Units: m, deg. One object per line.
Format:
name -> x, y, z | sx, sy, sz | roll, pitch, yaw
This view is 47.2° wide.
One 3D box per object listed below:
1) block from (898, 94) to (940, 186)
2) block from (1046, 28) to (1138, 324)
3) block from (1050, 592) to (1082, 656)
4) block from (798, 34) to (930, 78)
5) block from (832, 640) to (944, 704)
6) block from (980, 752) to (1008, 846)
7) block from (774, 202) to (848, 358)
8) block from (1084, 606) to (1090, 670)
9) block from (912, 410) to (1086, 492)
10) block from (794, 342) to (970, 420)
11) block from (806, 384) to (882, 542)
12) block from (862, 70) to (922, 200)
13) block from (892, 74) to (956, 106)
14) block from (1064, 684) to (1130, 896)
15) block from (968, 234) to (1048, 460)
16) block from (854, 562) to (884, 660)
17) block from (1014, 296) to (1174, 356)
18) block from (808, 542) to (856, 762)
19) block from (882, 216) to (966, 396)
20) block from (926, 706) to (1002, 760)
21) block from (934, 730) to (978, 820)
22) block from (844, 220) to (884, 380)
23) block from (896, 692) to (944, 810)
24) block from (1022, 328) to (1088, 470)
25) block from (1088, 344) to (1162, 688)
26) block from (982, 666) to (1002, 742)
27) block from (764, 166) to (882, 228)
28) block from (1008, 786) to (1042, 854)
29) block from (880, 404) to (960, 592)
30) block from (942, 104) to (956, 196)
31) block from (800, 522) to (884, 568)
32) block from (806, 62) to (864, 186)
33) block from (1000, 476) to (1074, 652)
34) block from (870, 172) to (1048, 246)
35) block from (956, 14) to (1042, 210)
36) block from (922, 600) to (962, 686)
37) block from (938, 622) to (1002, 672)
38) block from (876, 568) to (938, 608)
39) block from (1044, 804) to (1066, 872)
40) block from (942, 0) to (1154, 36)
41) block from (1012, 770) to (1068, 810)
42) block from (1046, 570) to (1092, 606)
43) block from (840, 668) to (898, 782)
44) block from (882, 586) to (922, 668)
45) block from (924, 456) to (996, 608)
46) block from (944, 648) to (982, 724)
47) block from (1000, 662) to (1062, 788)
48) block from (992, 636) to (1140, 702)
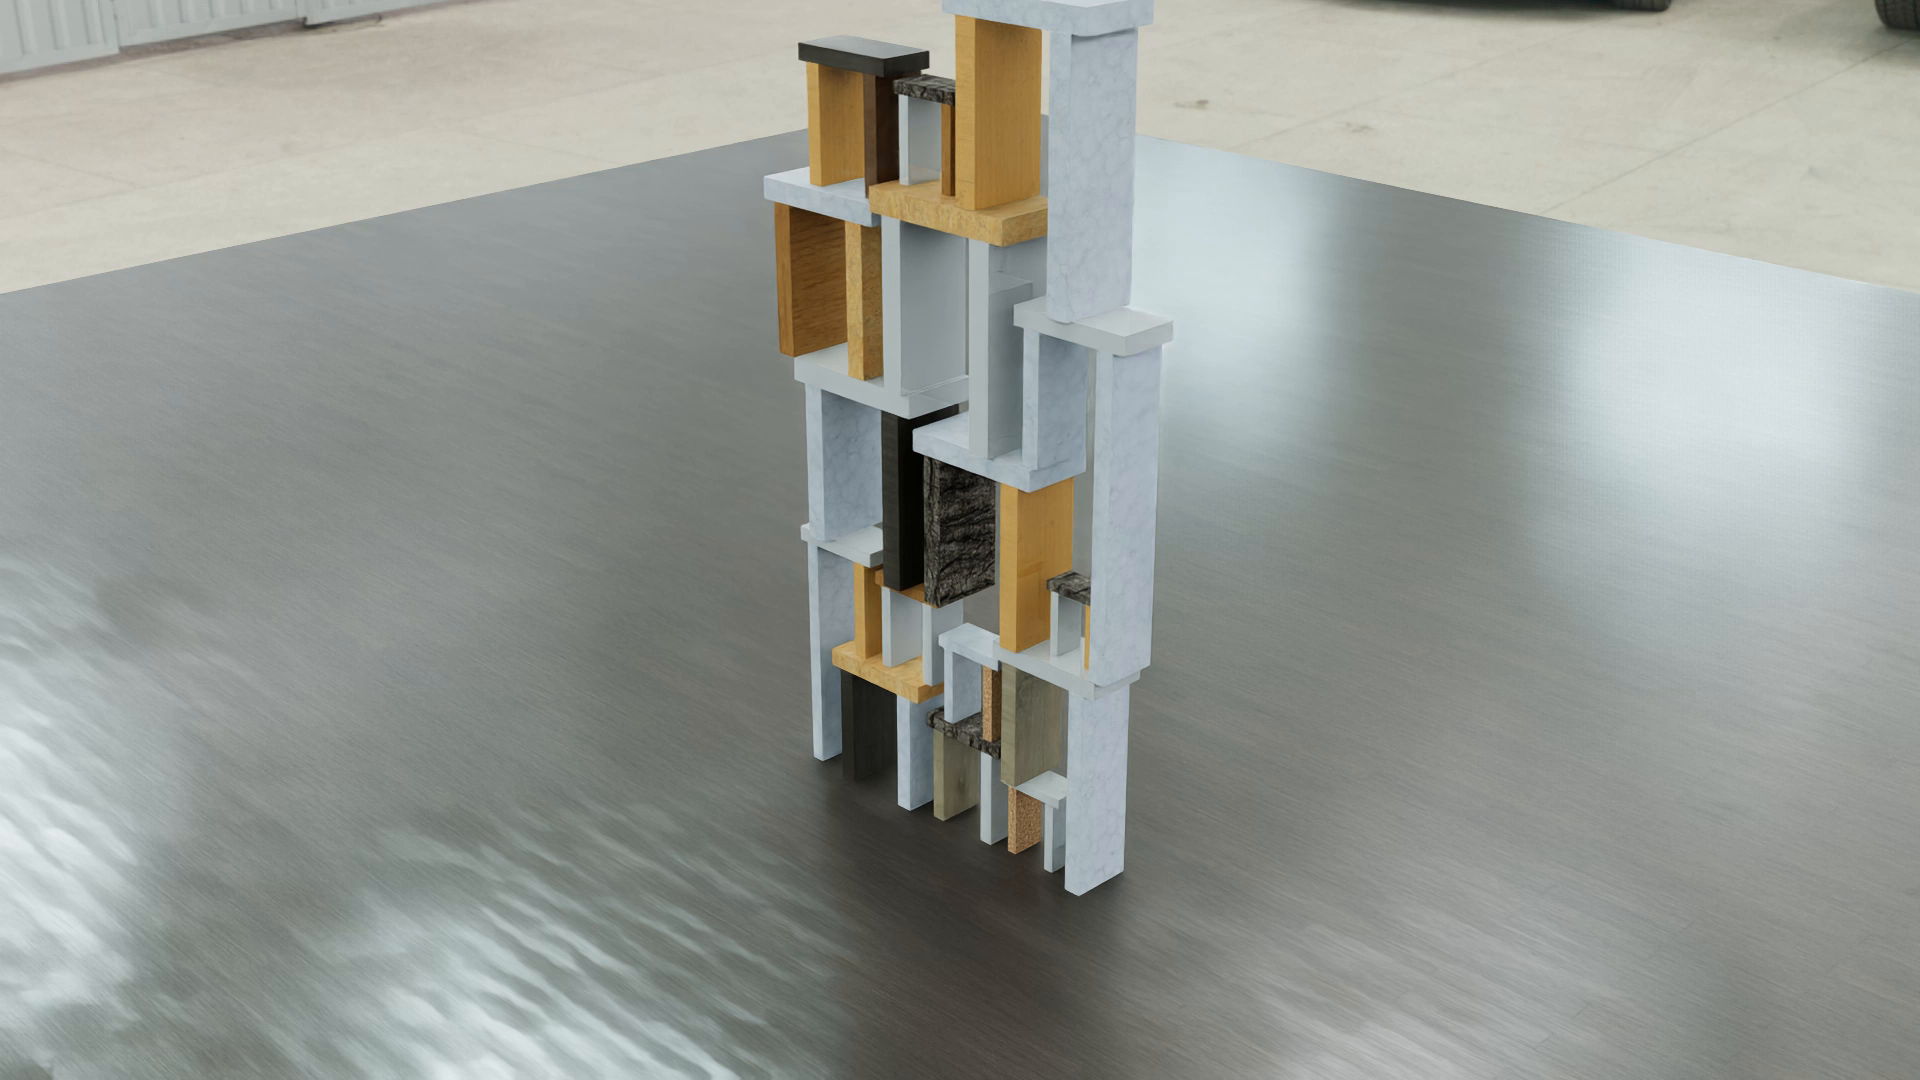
block -> -0.073, -0.732, 3.997 | 0.082, 0.164, 0.023 | -21, 31, -41
block -> 0.223, -0.623, 3.724 | 0.166, 0.488, 0.047 | -21, 31, -40
block -> 0.197, 0.146, 4.077 | 0.064, 0.128, 0.018 | -21, 31, -41
block -> -0.178, -0.891, 4.044 | 0.230, 0.033, 0.115 | 21, 31, 40
block -> -0.128, 0.256, 4.466 | 0.252, 0.036, 0.126 | 21, 31, 41
block -> 0.086, 0.493, 4.344 | 0.028, 0.199, 0.099 | 21, 31, 41
block -> -0.287, -0.525, 4.311 | 0.152, 0.304, 0.043 | -21, 31, -40
block -> 0.257, 0.170, 4.021 | 0.064, 0.128, 0.018 | -21, 31, -41
block -> 0.071, -0.166, 4.080 | 0.151, 0.043, 0.301 | -21, 31, -41
block -> -0.152, -0.314, 4.263 | 0.163, 0.046, 0.326 | -21, 31, -40
block -> -0.229, -0.173, 4.407 | 0.163, 0.326, 0.046 | -21, 31, -41
block -> -0.123, -0.749, 4.046 | 0.033, 0.230, 0.115 | 21, 31, 41
block -> -0.034, -0.803, 3.925 | 0.082, 0.023, 0.164 | -21, 31, -40
block -> 0.258, 0.458, 4.140 | 0.036, 0.423, 0.128 | 21, 31, 41
block -> 0.093, -0.360, 3.965 | 0.168, 0.402, 0.048 | -21, 31, -40
block -> -0.165, 0.128, 4.457 | 0.029, 0.208, 0.104 | 21, 31, 40
block -> 0.230, -0.377, 3.816 | 0.129, 0.036, 0.257 | -21, 31, -40
block -> -0.264, 0.222, 4.604 | 0.029, 0.496, 0.104 | 21, 31, 41
block -> -0.067, -0.451, 4.097 | 0.168, 0.337, 0.048 | -21, 31, -41
block -> 0.039, 0.370, 4.343 | 0.099, 0.028, 0.199 | -22, 32, -40
block -> -0.008, 0.457, 4.430 | 0.028, 0.199, 0.099 | 21, 31, 41
block -> -0.144, -0.468, 4.179 | 0.152, 0.304, 0.043 | -21, 31, -40
block -> -0.069, 0.412, 4.468 | 0.036, 0.252, 0.126 | 21, 31, 41
block -> 0.170, -0.266, 3.929 | 0.129, 0.257, 0.036 | -21, 31, -41
block -> 0.291, -0.047, 3.890 | 0.129, 0.629, 0.036 | -21, 31, -41
block -> 0.081, 0.305, 4.258 | 0.080, 0.159, 0.023 | -22, 32, -40
block -> -0.216, -0.657, 4.177 | 0.152, 0.043, 0.304 | -21, 31, -40
block -> 0.127, 0.536, 4.311 | 0.021, 0.146, 0.073 | 21, 31, 41
block -> -0.076, -0.095, 4.273 | 0.163, 0.364, 0.046 | -21, 31, -40
block -> 0.004, -0.702, 3.926 | 0.082, 0.164, 0.023 | -21, 31, -41
block -> -0.215, -0.001, 4.456 | 0.104, 0.029, 0.208 | -21, 31, -40
block -> -0.232, -0.792, 4.145 | 0.033, 0.230, 0.115 | 21, 31, 41
block -> 0.142, 0.033, 4.087 | 0.151, 0.329, 0.043 | -21, 31, -41
block -> 0.013, -0.598, 3.950 | 0.168, 0.048, 0.337 | -21, 31, -41
block -> 0.068, -0.756, 3.838 | 0.166, 0.332, 0.047 | -21, 31, -41
block -> -0.034, 0.194, 4.344 | 0.025, 0.175, 0.087 | 21, 31, 41
block -> 0.043, 0.206, 4.257 | 0.080, 0.023, 0.159 | -22, 32, -40
block -> -0.076, 0.086, 4.342 | 0.175, 0.025, 0.087 | 21, 31, 40
block -> 0.196, 0.563, 4.248 | 0.073, 0.146, 0.021 | -21, 31, -41
block -> 0.145, -0.900, 3.692 | 0.166, 0.047, 0.332 | -21, 31, -40
block -> 0.162, 0.473, 4.247 | 0.073, 0.021, 0.146 | -21, 31, -41
block -> 0.227, 0.091, 4.020 | 0.064, 0.018, 0.128 | -21, 31, -41
block -> -0.188, 0.365, 4.577 | 0.036, 0.252, 0.126 | 21, 31, 41
block -> -0.116, 0.162, 4.420 | 0.025, 0.175, 0.087 | 21, 31, 41
block -> 0.000, -0.036, 4.212 | 0.043, 0.301, 0.151 | 21, 31, 41
block -> 0.006, 0.275, 4.327 | 0.080, 0.159, 0.023 | -22, 32, -40
block -> 0.137, 0.334, 4.219 | 0.128, 0.257, 0.036 | -21, 31, -41
block -> 0.198, 0.223, 4.106 | 0.128, 0.036, 0.256 | -21, 31, -40
